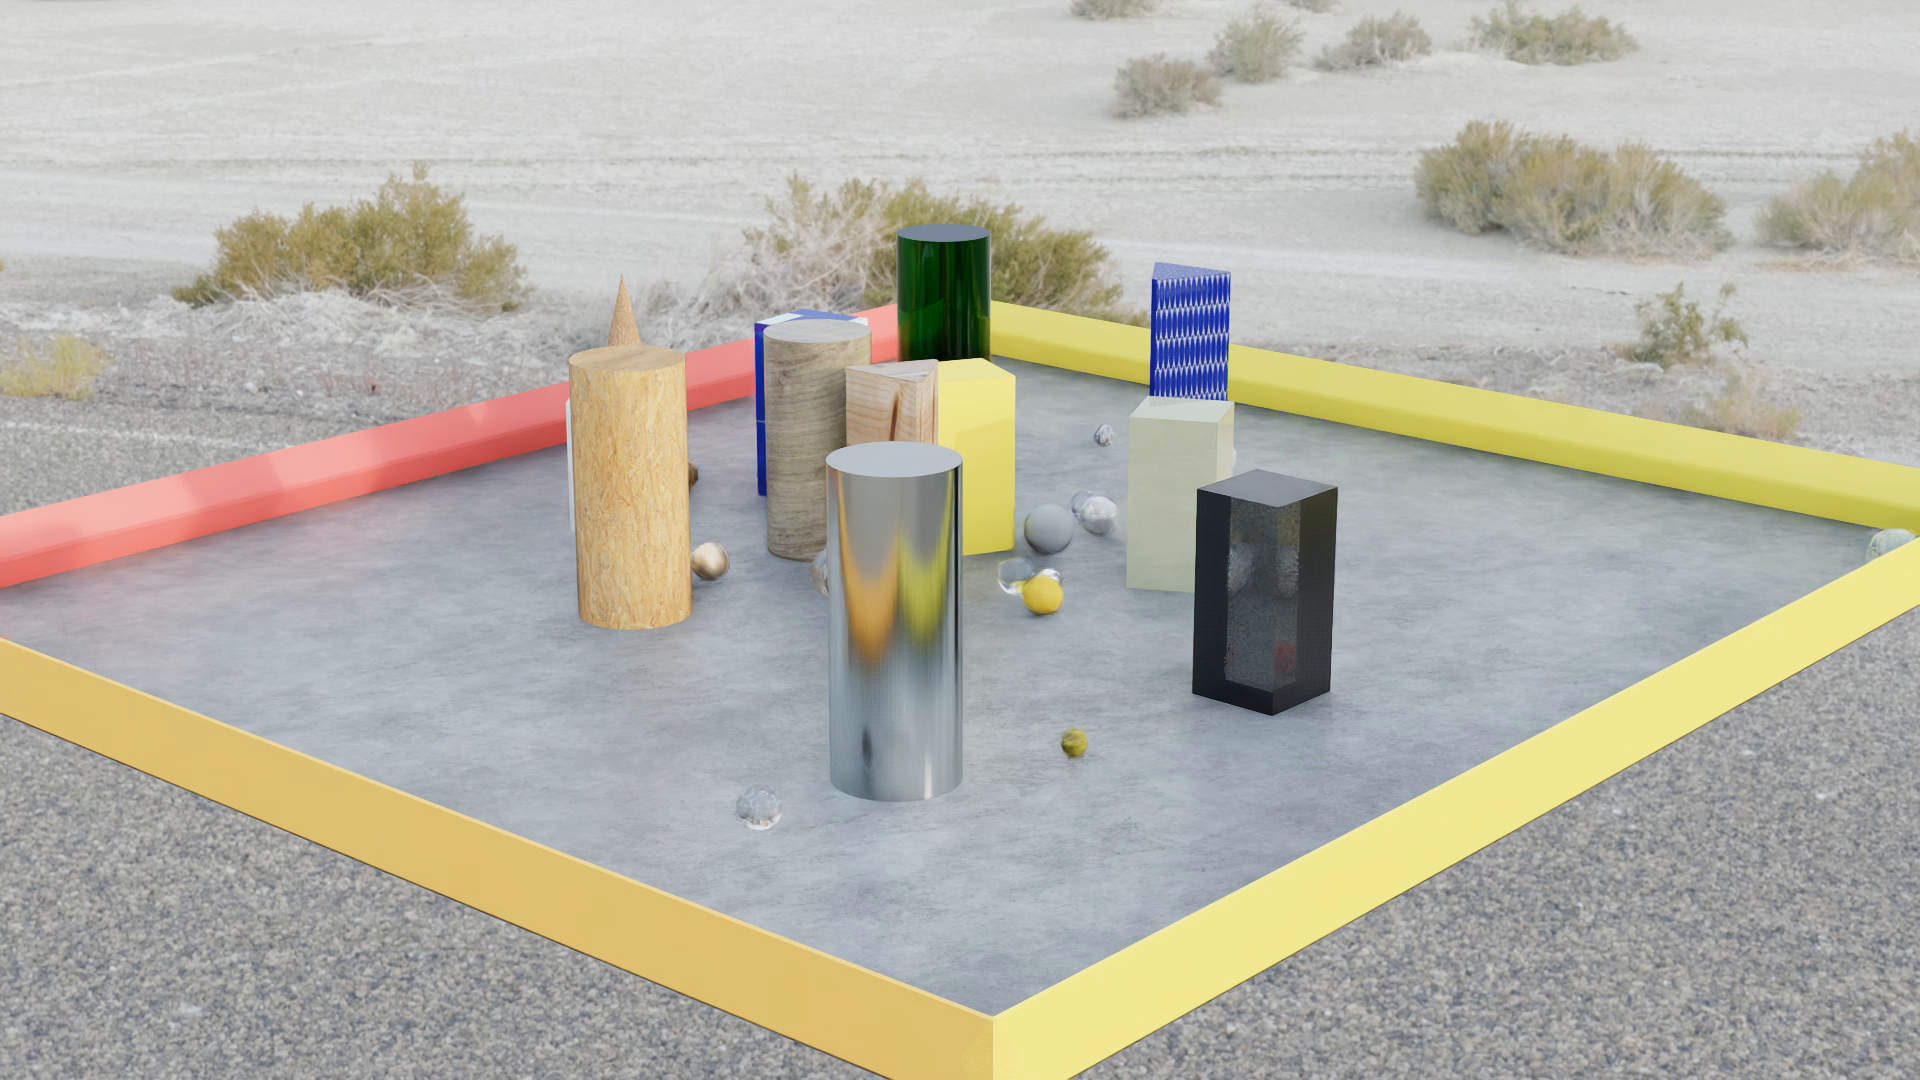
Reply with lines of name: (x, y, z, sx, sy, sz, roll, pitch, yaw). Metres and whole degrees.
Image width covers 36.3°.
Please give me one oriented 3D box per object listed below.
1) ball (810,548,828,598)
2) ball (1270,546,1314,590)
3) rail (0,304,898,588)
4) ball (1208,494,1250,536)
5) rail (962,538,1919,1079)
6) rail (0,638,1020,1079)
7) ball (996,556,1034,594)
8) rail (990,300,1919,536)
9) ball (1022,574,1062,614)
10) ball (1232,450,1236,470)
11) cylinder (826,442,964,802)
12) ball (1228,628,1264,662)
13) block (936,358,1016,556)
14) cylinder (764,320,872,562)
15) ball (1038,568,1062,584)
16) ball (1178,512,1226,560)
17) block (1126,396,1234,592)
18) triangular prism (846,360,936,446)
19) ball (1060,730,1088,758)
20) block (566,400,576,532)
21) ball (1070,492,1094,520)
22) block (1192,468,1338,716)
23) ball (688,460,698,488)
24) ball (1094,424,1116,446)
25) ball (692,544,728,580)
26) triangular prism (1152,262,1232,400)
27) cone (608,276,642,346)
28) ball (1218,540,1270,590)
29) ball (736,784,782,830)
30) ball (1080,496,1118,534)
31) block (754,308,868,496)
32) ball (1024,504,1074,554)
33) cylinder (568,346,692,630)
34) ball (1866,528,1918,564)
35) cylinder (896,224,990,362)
ball: (-0.214, 0.057, 5.096, 0.094, 0.094, 0.094, 0, 17, 0)
ball: (0.584, 0.048, 5.156, 0.077, 0.077, 0.077, 0, 17, 0)
rail: (-0.963, -0.210, 5.920, 0.045, 0.127, 2.879, 14, 22, 39)
ball: (0.501, -0.047, 5.471, 0.076, 0.076, 0.076, 0, 17, 0)
rail: (0.963, 0.273, 4.320, 0.045, 0.127, 2.879, 14, 22, 39)
rail: (-0.928, 0.340, 4.097, 2.597, 0.127, 0.045, 14, 22, 39)
ball: (0.096, 0.062, 5.130, 0.065, 0.065, 0.065, 0, 17, 0)
rail: (0.928, -0.277, 6.144, 2.597, 0.127, 0.045, 14, 22, 39)
ball: (0.141, 0.094, 5.019, 0.068, 0.068, 0.068, 0, 17, 0)
ball: (0.521, -0.163, 5.874, 0.067, 0.067, 0.067, 0, 17, 0)
cylinder: (-0.093, 0.116, 4.226, 0.195, 0.483, 0.195, 0, 17, 0)
ball: (0.466, 0.172, 4.781, 0.057, 0.057, 0.057, 0, 17, 0)
block: (-0.002, -0.152, 5.384, 0.156, 0.327, 0.156, -7, 18, -22)
cylinder: (-0.257, -0.182, 5.344, 0.195, 0.408, 0.195, 0, 17, 0)
ball: (0.156, 0.072, 5.133, 0.044, 0.044, 0.044, 0, 17, 0)
ball: (0.440, -0.008, 5.323, 0.088, 0.088, 0.088, 0, 17, 0)
block: (0.389, -0.081, 5.179, 0.156, 0.310, 0.156, 5, 17, 15)
triangular prism: (-0.088, -0.117, 5.167, 0.169, 0.386, 0.146, 13, 21, 38)
ball: (0.170, 0.303, 4.372, 0.041, 0.041, 0.041, 0, 17, 0)
block: (-0.647, -0.155, 5.531, 0.156, 0.249, 0.156, 1, 17, 4)
ball: (0.236, -0.064, 5.567, 0.055, 0.055, 0.055, 0, 17, 0)
block: (0.477, 0.080, 4.599, 0.156, 0.337, 0.156, 15, 22, 40)
ball: (-0.544, -0.130, 5.779, 0.058, 0.058, 0.058, 0, 17, 0)
ball: (0.300, -0.218, 6.093, 0.045, 0.045, 0.045, 0, 17, 0)
ball: (-0.445, 0.038, 5.208, 0.065, 0.065, 0.065, 0, 17, 0)
triangular prism: (0.416, -0.318, 5.749, 0.169, 0.435, 0.146, -7, 18, -23)
cone: (-0.661, -0.323, 5.793, 0.195, 0.419, 0.195, 0, 17, 0)
ball: (0.498, 0.045, 5.145, 0.090, 0.090, 0.090, 0, 17, 0)
ball: (-0.281, 0.373, 4.098, 0.065, 0.065, 0.065, 0, 17, 0)
ball: (0.260, -0.046, 5.474, 0.073, 0.073, 0.073, 0, 17, 0)
block: (-0.288, -0.259, 5.713, 0.156, 0.344, 0.156, 11, 20, 32)
ball: (0.162, -0.020, 5.353, 0.093, 0.093, 0.093, 0, 17, 0)
cylinder: (-0.558, -0.091, 4.976, 0.195, 0.446, 0.195, 0, 17, 0)
ball: (1.654, 0.027, 5.189, 0.097, 0.097, 0.097, 0, 17, 0)
cylinder: (-0.034, -0.422, 6.088, 0.195, 0.438, 0.195, 0, 17, 0)
